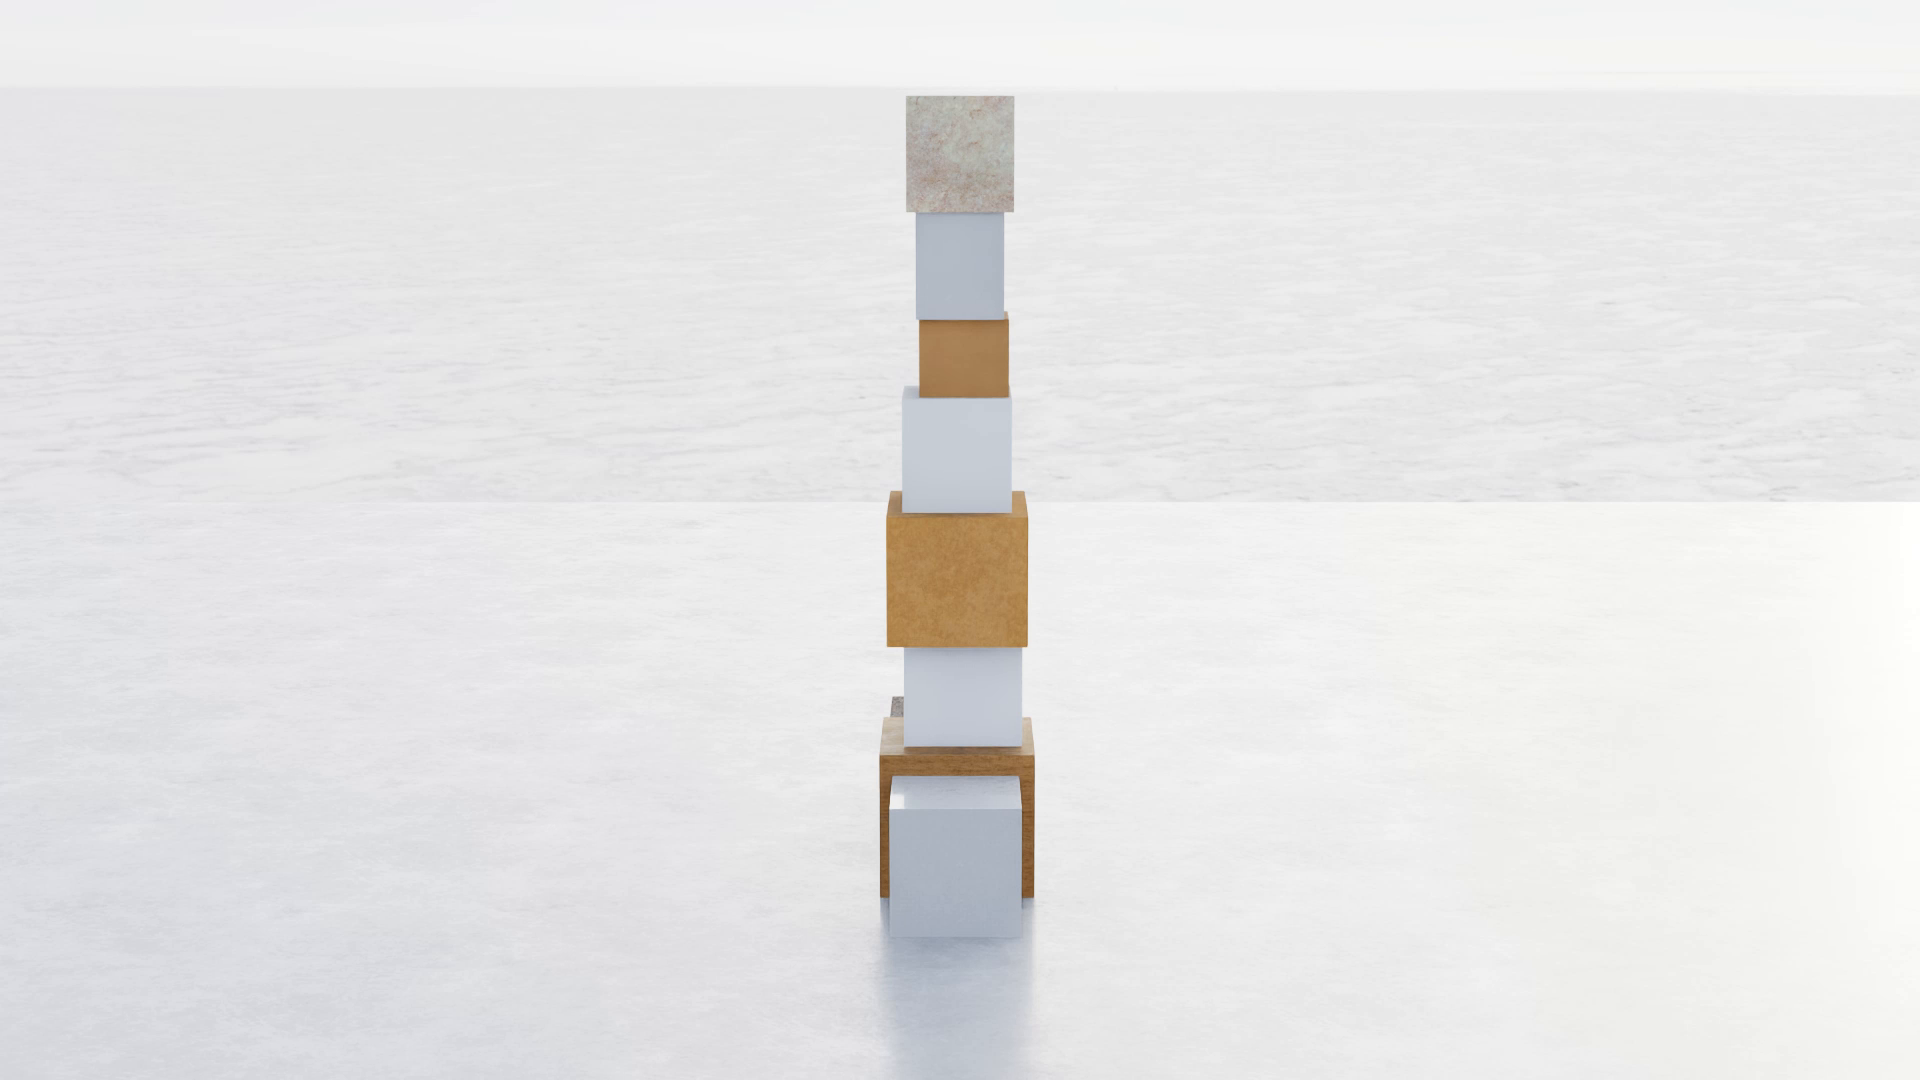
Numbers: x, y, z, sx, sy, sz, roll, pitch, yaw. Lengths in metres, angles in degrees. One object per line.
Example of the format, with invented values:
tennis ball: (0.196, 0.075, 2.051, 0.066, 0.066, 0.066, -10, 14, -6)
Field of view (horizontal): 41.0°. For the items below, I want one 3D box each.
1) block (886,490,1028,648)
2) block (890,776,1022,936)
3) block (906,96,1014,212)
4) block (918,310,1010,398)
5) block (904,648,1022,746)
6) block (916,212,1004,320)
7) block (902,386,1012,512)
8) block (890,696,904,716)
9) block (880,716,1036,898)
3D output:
block: (-0.011, 0.117, 11.202, 0.601, 0.561, 0.707, 0, 10, 0)
block: (-0.018, 1.322, 10.769, 0.541, 0.547, 0.502, 0, 10, 0)
block: (0.001, -1.643, 10.882, 0.451, 0.478, 0.471, 0, 10, 0)
block: (0.017, -0.802, 11.035, 0.381, 0.333, 0.378, 0, 10, 0)
block: (0.013, 0.622, 11.293, 0.511, 0.465, 0.472, 0, 10, 0)
block: (0.000, -1.186, 10.965, 0.372, 0.449, 0.436, 0, 10, 0)
block: (-0.013, -0.398, 11.108, 0.466, 0.487, 0.483, 0, 10, 0)
block: (-0.019, 1.084, 11.979, 0.607, 0.581, 0.601, 0, 10, 0)
block: (-0.012, 1.172, 11.343, 0.667, 0.635, 0.661, 0, 10, 0)
